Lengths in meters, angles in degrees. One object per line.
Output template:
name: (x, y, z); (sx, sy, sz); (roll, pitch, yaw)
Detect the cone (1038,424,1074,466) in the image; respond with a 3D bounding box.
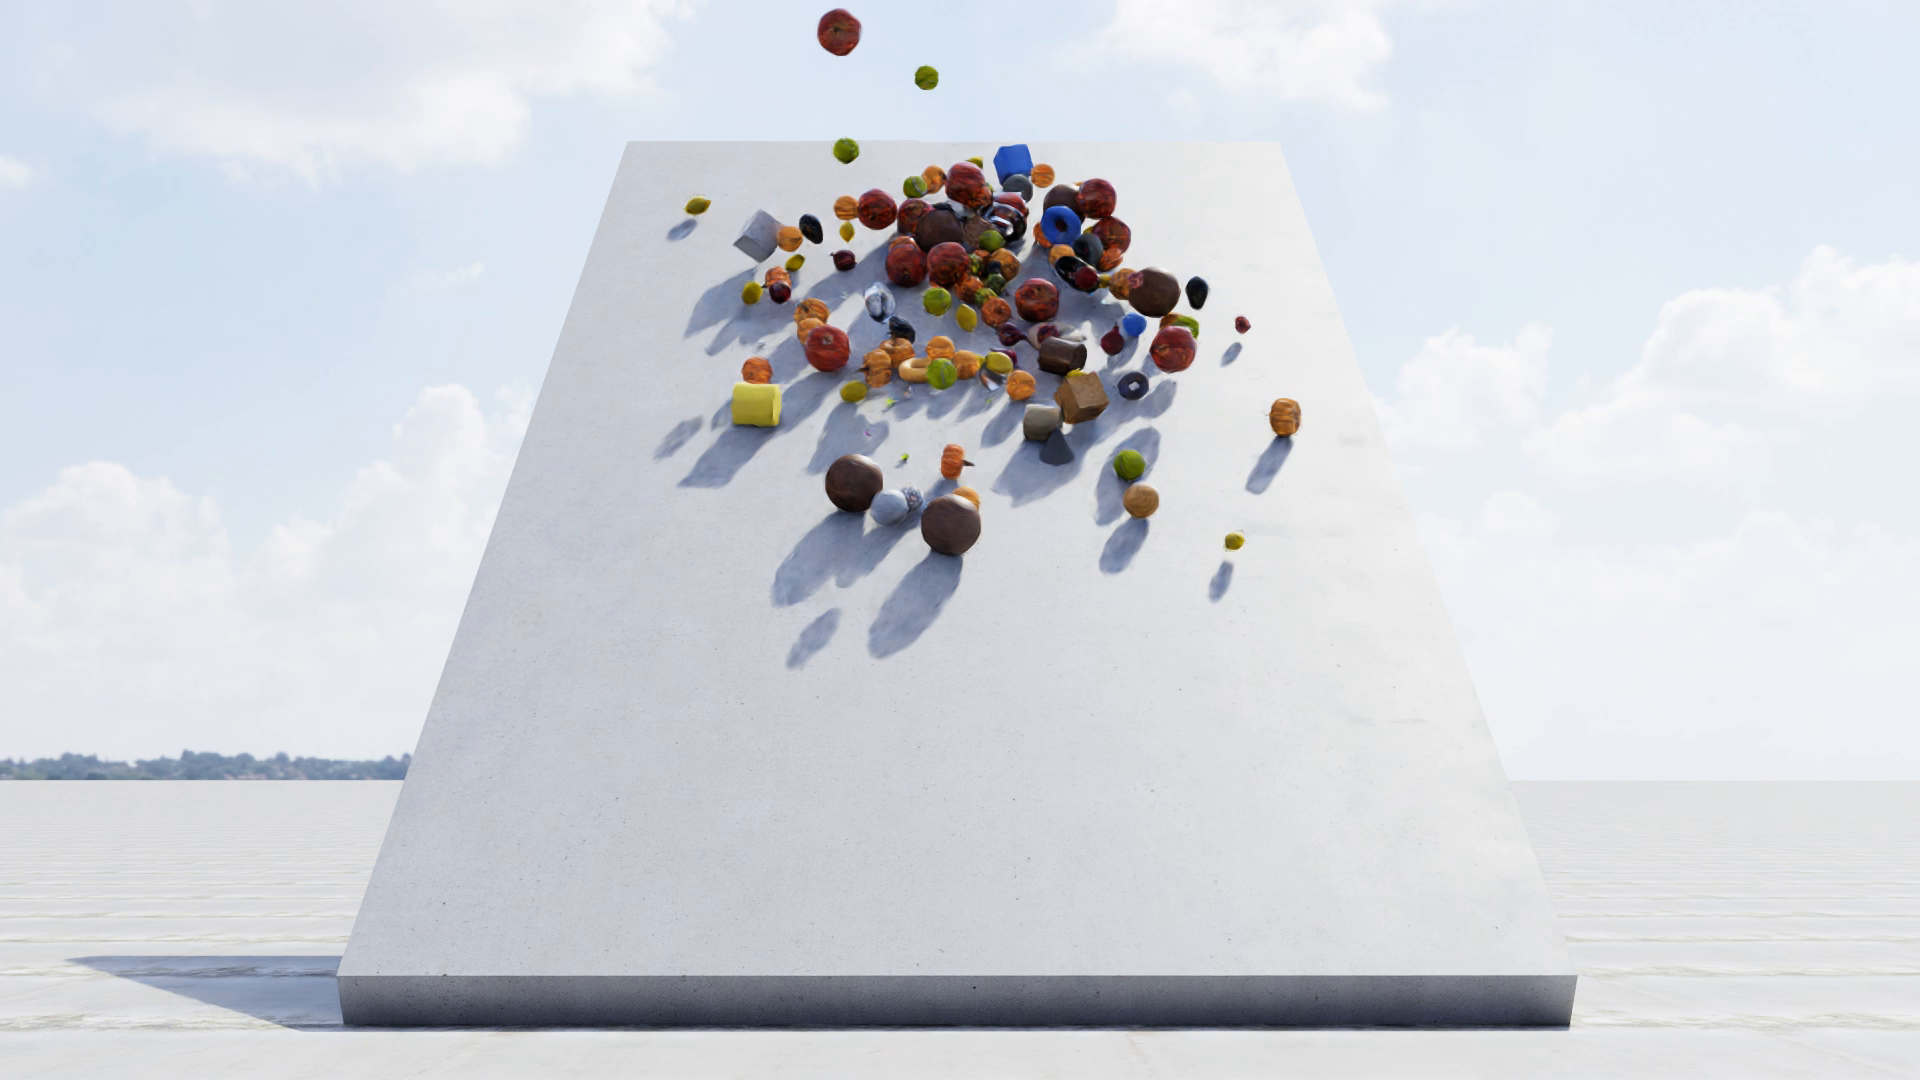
cone: (0.221, -0.226, 5.464); (0.083, 0.083, 0.083); (0, 29, 0)

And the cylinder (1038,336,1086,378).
cylinder: (0.250, -0.446, 5.859); (0.088, 0.088, 0.088); (16, 2, 27)

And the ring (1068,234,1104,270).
ring: (0.335, -0.765, 6.413); (0.115, 0.115, 0.038); (-6, -17, 45)

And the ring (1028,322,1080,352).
ring: (0.236, -0.508, 6.017); (0.136, 0.045, 0.136); (1, 30, -1)

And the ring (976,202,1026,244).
ring: (0.111, -0.868, 6.584); (0.147, 0.049, 0.147); (10, -31, 6)

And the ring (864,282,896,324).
ring: (-0.203, -0.600, 6.073); (0.036, 0.108, 0.108); (-16, -14, 33)

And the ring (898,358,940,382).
ring: (-0.101, -0.415, 5.858); (0.101, 0.034, 0.101); (1, 29, -1)

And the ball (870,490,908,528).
ball: (-0.153, -0.069, 5.176); (0.082, 0.082, 0.082); (0, -6, 0)

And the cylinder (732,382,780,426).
cylinder: (-0.476, -0.317, 5.608); (0.098, 0.098, 0.098); (2, -5, 5)

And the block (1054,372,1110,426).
block: (0.284, -0.330, 5.603); (0.082, 0.082, 0.082); (-14, -20, -27)

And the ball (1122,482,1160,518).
ball: (0.394, -0.087, 5.214); (0.081, 0.081, 0.081); (0, -6, 0)

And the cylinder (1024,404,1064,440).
cylinder: (0.194, -0.270, 5.541); (0.082, 0.082, 0.082); (3, -5, 10)

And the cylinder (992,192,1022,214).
cylinder: (0.133, -0.942, 6.767); (0.080, 0.080, 0.080); (-2, -5, -4)

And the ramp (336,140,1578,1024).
ramp: (-0.012, -0.218, 5.638); (2.000, 0.100, 4.000); (0, 29, 0)

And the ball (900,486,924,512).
ball: (-0.109, -0.091, 5.243); (0.057, 0.057, 0.057); (0, -6, 0)

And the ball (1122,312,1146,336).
ball: (0.441, -0.547, 6.071); (0.062, 0.062, 0.062); (0, -6, 0)

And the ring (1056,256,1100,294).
ring: (0.307, -0.692, 6.246); (0.131, 0.044, 0.131); (32, -14, 9)

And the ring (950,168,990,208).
ring: (0.029, -1.001, 6.821); (0.139, 0.046, 0.139); (37, -20, 16)

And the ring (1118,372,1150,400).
ring: (0.418, -0.369, 5.758); (0.078, 0.078, 0.026); (-1, -33, 14)

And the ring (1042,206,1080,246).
ring: (0.273, -0.848, 6.480); (0.116, 0.116, 0.039); (-3, 26, 30)

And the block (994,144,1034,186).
block: (0.156, -1.096, 6.998); (0.084, 0.084, 0.084); (-11, -15, -16)

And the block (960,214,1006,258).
block: (0.062, -0.824, 6.508); (0.076, 0.076, 0.076); (40, 12, 28)

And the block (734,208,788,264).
block: (-0.537, -0.817, 6.456); (0.092, 0.092, 0.092); (35, -24, -16)

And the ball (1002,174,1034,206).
ball: (0.166, -1.002, 6.867); (0.091, 0.091, 0.091); (0, -6, 0)
